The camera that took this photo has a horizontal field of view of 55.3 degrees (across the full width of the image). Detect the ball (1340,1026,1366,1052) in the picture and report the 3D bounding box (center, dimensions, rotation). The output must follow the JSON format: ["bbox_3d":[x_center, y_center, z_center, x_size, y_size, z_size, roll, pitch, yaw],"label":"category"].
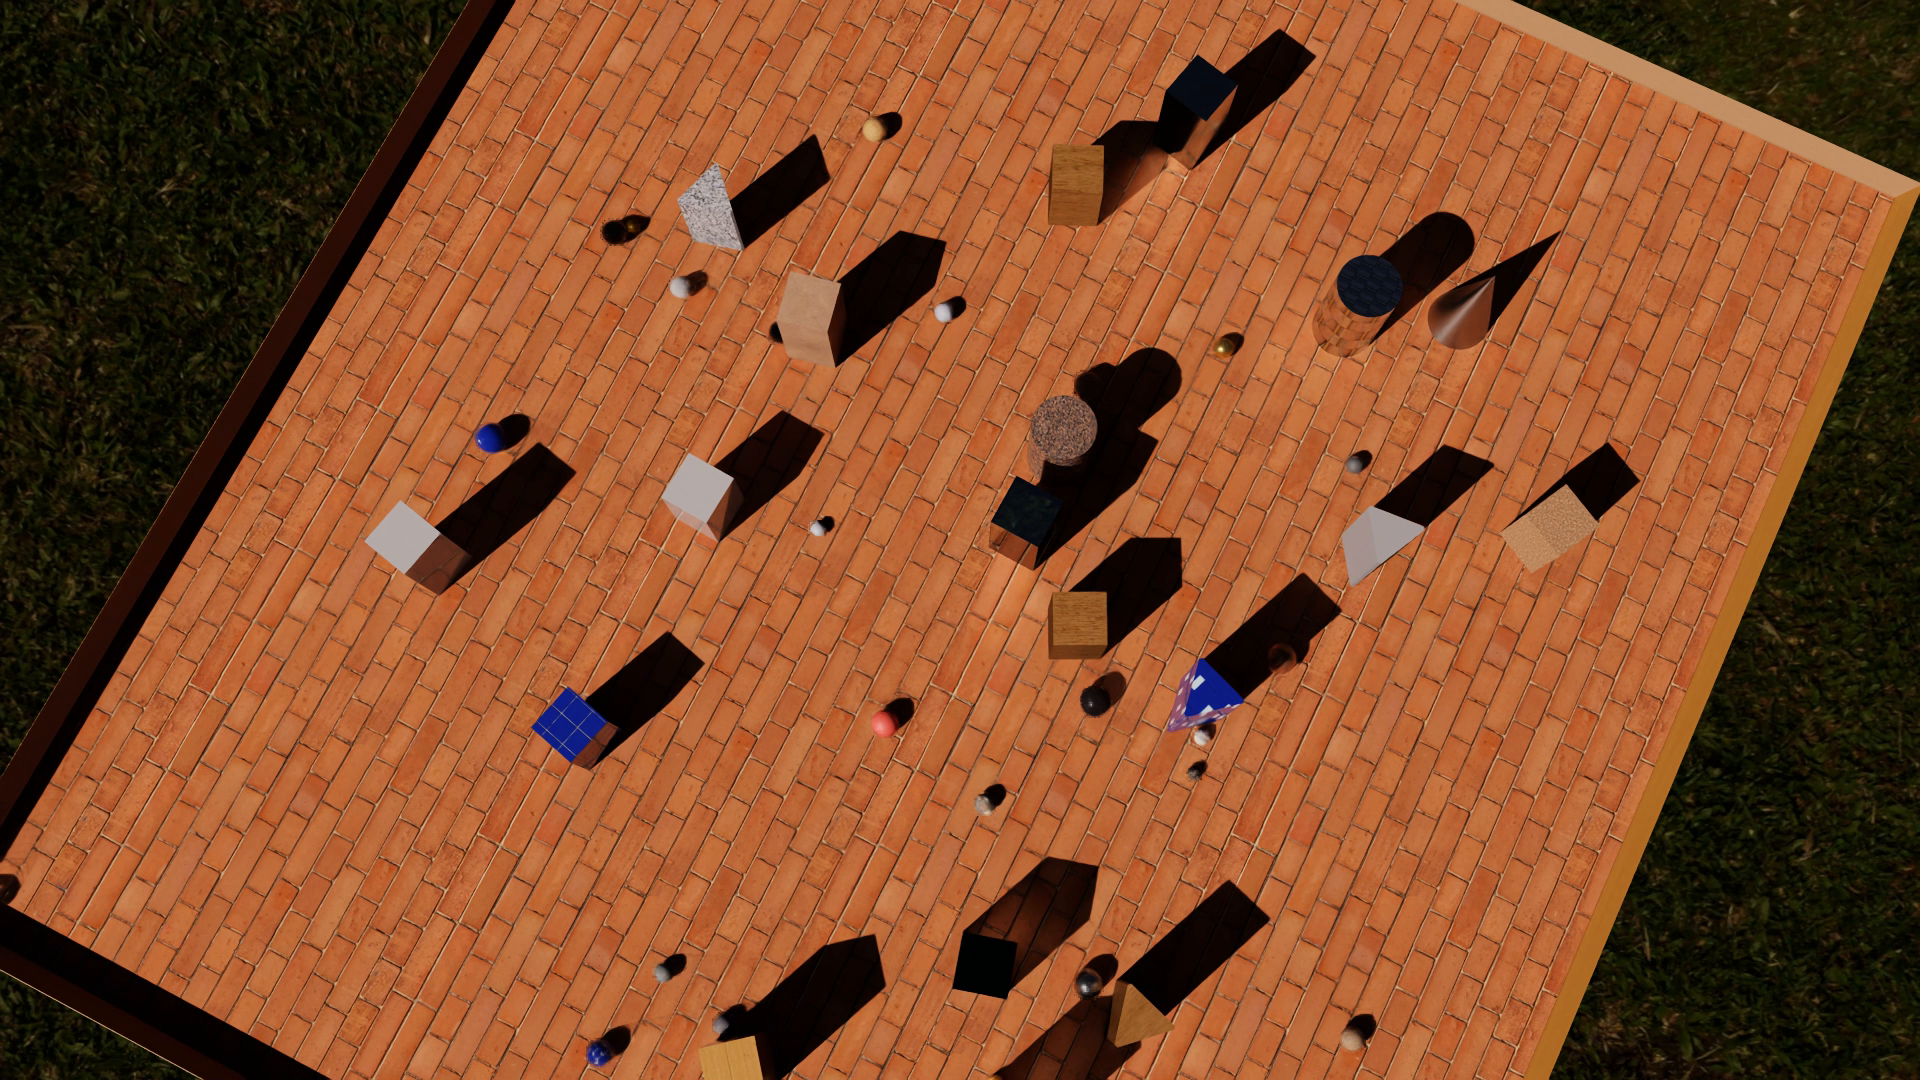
[{"bbox_3d":[1.132,1.438,5.283,0.071,0.071,0.071,0,78,0],"label":"ball"}]

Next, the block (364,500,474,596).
[{"bbox_3d":[-1.599,0.028,5.428,0.155,0.357,0.155,38,81,7],"label":"block"}]

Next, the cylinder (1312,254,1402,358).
[{"bbox_3d":[1.202,-0.706,5.565,0.194,0.388,0.194,0,78,0],"label":"cylinder"}]

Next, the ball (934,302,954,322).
[{"bbox_3d":[-0.048,-0.712,5.731,0.064,0.064,0.064,0,78,0],"label":"ball"}]

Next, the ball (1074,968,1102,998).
[{"bbox_3d":[0.371,1.284,5.308,0.085,0.085,0.085,0,78,0],"label":"ball"}]

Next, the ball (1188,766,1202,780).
[{"bbox_3d":[0.697,0.693,5.452,0.041,0.041,0.041,0,78,0],"label":"ball"}]

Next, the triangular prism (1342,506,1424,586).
[{"bbox_3d":[1.217,-0.002,5.424,0.168,0.377,0.145,-37,81,-7],"label":"triangular prism"}]

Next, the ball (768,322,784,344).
[{"bbox_3d":[-0.560,-0.649,5.714,0.073,0.073,0.073,0,78,0],"label":"ball"}]

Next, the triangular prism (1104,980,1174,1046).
[{"bbox_3d":[0.480,1.313,5.149,0.168,0.384,0.145,-16,79,-3],"label":"triangular prism"}]

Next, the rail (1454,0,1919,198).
[{"bbox_3d":[1.042,-2.034,5.972,4.369,0.126,0.045,26,80,5],"label":"rail"}]

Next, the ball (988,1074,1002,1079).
[{"bbox_3d":[0.103,1.563,5.269,0.047,0.047,0.047,0,78,0],"label":"ball"}]

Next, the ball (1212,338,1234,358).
[{"bbox_3d":[0.820,-0.598,5.706,0.067,0.067,0.067,0,78,0],"label":"ball"}]

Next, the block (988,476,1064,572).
[{"bbox_3d":[0.193,-0.045,5.436,0.155,0.371,0.155,28,80,6],"label":"block"}]

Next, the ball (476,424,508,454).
[{"bbox_3d":[-1.436,-0.312,5.633,0.094,0.094,0.094,0,78,0],"label":"ball"}]

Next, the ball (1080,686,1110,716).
[{"bbox_3d":[0.403,0.479,5.470,0.093,0.093,0.093,0,78,0],"label":"ball"}]

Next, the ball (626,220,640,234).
[{"bbox_3d":[-1.032,-0.993,5.799,0.045,0.045,0.045,0,78,0],"label":"ball"}]

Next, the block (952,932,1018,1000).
[{"bbox_3d":[0.069,1.209,5.217,0.155,0.292,0.155,11,79,2],"label":"block"}]

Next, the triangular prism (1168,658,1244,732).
[{"bbox_3d":[0.688,0.442,5.303,0.168,0.435,0.145,-13,79,-3],"label":"triangular prism"}]

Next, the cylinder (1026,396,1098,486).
[{"bbox_3d":[0.303,-0.294,5.503,0.194,0.341,0.194,0,78,0],"label":"cylinder"}]

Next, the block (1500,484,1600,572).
[{"bbox_3d":[1.762,-0.031,5.487,0.155,0.267,0.155,-35,80,-7],"label":"block"}]

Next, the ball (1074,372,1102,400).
[{"bbox_3d":[0.397,-0.478,5.671,0.088,0.088,0.088,0,78,0],"label":"ball"}]

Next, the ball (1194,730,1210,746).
[{"bbox_3d":[0.721,0.589,5.470,0.048,0.048,0.048,0,78,0],"label":"ball"}]

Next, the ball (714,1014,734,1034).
[{"bbox_3d":[-0.681,1.401,5.297,0.057,0.057,0.057,0,78,0],"label":"ball"}]

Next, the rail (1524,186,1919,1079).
[{"bbox_3d":[1.932,0.953,5.354,0.045,0.126,4.708,26,80,5],"label":"rail"}]

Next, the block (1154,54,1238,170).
[{"bbox_3d":[0.728,-1.324,5.701,0.155,0.372,0.155,39,81,7],"label":"block"}]

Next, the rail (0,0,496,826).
[{"bbox_3d":[-1.932,-0.940,5.746,0.045,0.126,4.708,26,80,5],"label":"rail"}]

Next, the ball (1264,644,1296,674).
[{"bbox_3d":[0.962,0.356,5.495,0.094,0.094,0.094,0,78,0],"label":"ball"}]

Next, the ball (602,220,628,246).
[{"bbox_3d":[-1.088,-0.969,5.777,0.078,0.078,0.078,0,78,0],"label":"ball"}]

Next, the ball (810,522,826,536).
[{"bbox_3d":[-0.432,-0.034,5.600,0.046,0.046,0.046,0,78,0],"label":"ball"}]

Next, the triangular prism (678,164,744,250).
[{"bbox_3d":[-0.752,-1.037,5.671,0.168,0.313,0.145,12,79,2],"label":"triangular prism"}]

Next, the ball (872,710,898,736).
[{"bbox_3d":[-0.224,0.545,5.463,0.081,0.081,0.081,0,78,0],"label":"ball"}]

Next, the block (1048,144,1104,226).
[{"bbox_3d":[0.359,-1.102,5.706,0.155,0.271,0.155,2,78,0],"label":"block"}]

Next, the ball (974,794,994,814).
[{"bbox_3d":[0.072,0.782,5.423,0.062,0.062,0.062,0,78,0],"label":"ball"}]

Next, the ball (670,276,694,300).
[{"bbox_3d":[-0.871,-0.791,5.744,0.070,0.070,0.070,0,78,0],"label":"ball"}]

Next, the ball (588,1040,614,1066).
[{"bbox_3d":[-1.033,1.476,5.274,0.073,0.073,0.073,0,78,0],"label":"ball"}]

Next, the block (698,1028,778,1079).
[{"bbox_3d":[-0.616,1.472,5.129,0.155,0.359,0.155,-13,79,-3],"label":"block"}]

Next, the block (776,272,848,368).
[{"bbox_3d":[-0.445,-0.665,5.570,0.155,0.360,0.155,14,79,3],"label":"block"}]

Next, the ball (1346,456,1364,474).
[{"bbox_3d":[1.214,-0.229,5.635,0.056,0.056,0.056,0,78,0],"label":"ball"}]

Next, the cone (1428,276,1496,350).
[{"bbox_3d":[1.566,-0.732,5.561,0.194,0.406,0.194,0,78,0],"label":"cone"}]

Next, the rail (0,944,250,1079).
[{"bbox_3d":[-1.042,2.048,5.127,4.369,0.126,0.045,26,80,5],"label":"rail"}]

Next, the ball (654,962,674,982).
[{"bbox_3d":[-0.860,1.258,5.328,0.055,0.055,0.055,0,78,0],"label":"ball"}]

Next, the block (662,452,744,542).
[{"bbox_3d":[-0.768,-0.124,5.498,0.155,0.283,0.155,29,80,6],"label":"block"}]

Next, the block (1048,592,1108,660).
[{"bbox_3d":[0.345,0.255,5.412,0.155,0.297,0.155,0,78,0],"label":"block"}]

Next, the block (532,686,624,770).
[{"bbox_3d":[-1.115,0.554,5.362,0.155,0.274,0.155,40,81,8],"label":"block"}]

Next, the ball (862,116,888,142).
[{"bbox_3d":[-0.271,-1.309,5.846,0.081,0.081,0.081,0,78,0],"label":"ball"}]
